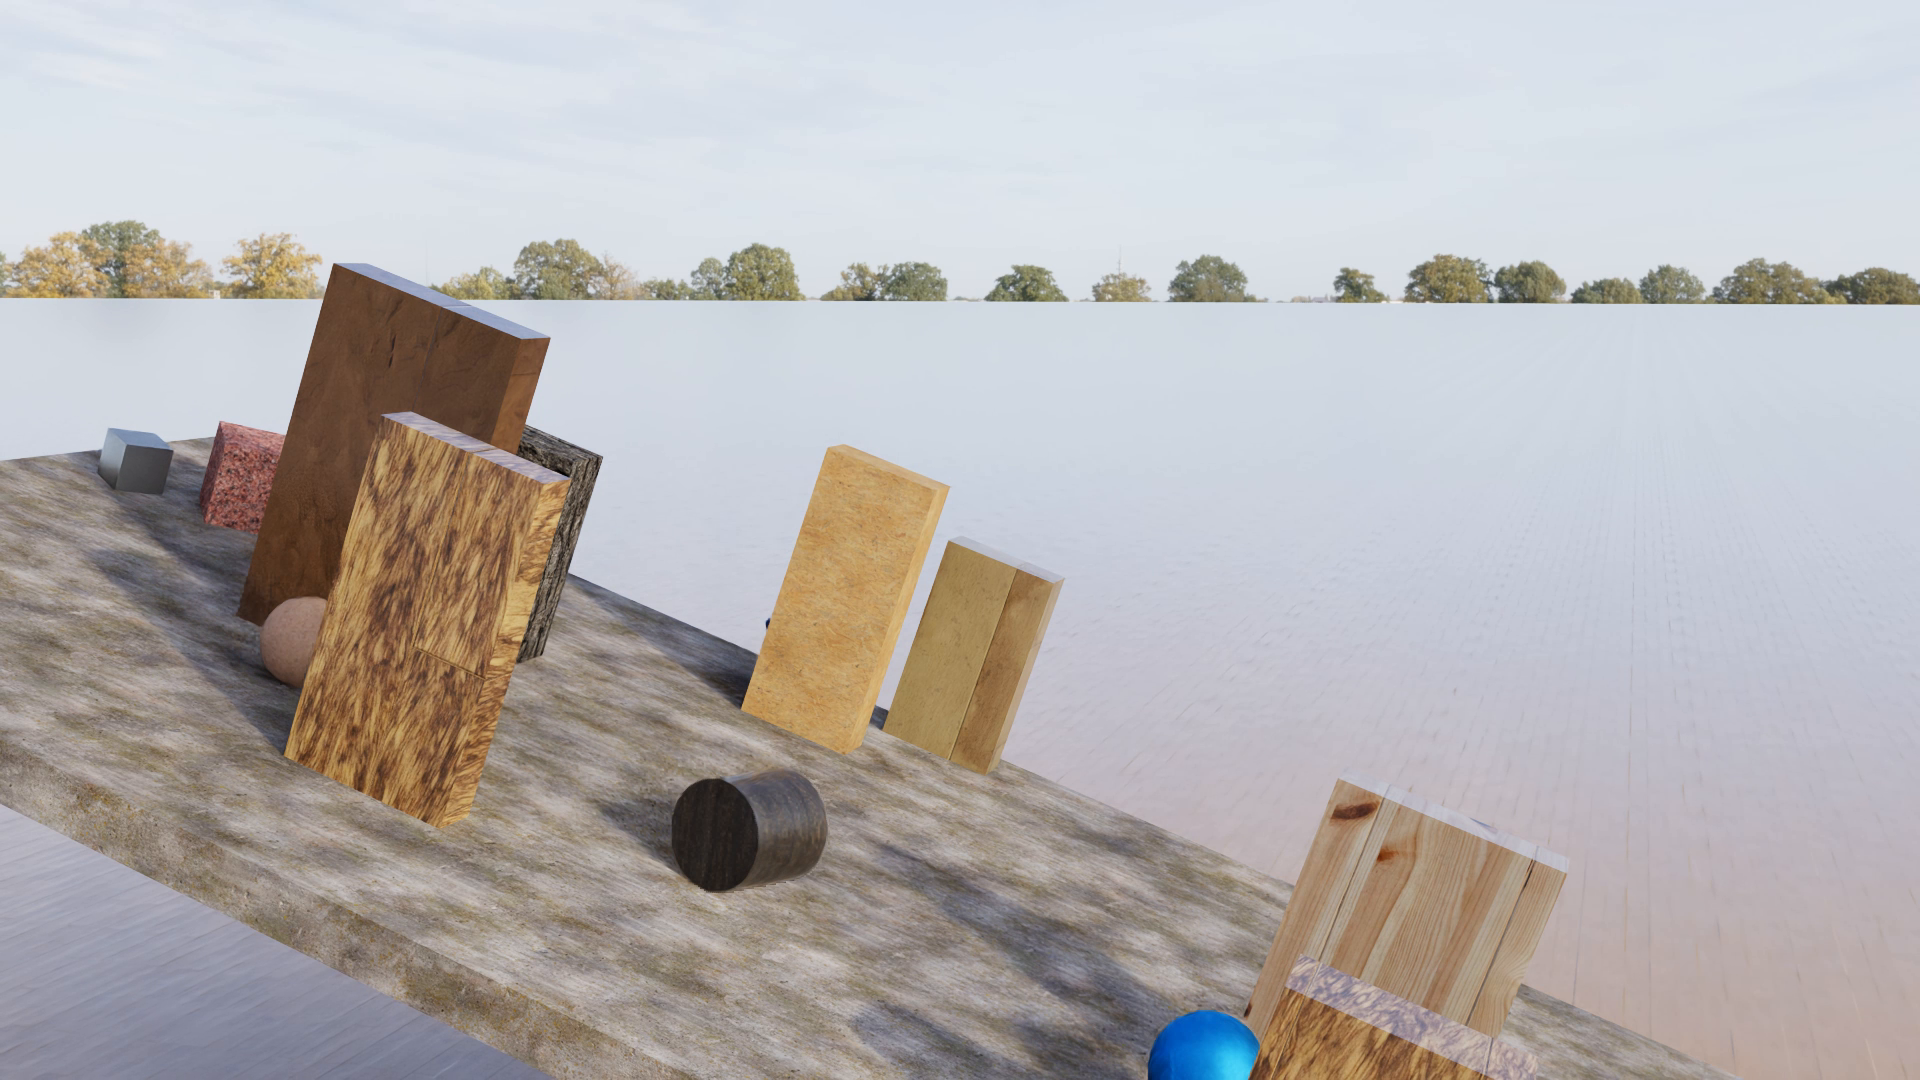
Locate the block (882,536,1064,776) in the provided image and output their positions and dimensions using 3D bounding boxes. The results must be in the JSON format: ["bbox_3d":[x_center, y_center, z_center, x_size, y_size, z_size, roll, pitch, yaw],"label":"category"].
[{"bbox_3d":[0.030,0.261,4.991,0.260,0.472,0.100,22,12,14],"label":"block"}]

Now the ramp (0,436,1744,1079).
[{"bbox_3d":[-0.337,0.620,4.213,4.000,0.100,2.000,22,12,14],"label":"ramp"}]

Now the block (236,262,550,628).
[{"bbox_3d":[-1.110,-0.119,4.290,0.422,0.737,0.118,22,12,14],"label":"block"}]

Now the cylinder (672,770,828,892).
[{"bbox_3d":[-0.374,0.514,3.906,0.197,0.197,0.197,5,2,33],"label":"cylinder"}]

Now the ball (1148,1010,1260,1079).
[{"bbox_3d":[0.392,0.842,3.488,0.188,0.188,0.188,0,7,0],"label":"ball"}]

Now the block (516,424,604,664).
[{"bbox_3d":[-1.000,-0.018,4.667,0.340,0.461,0.140,22,12,14],"label":"block"}]

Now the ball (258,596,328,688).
[{"bbox_3d":[-1.219,0.190,4.108,0.172,0.172,0.172,0,7,0],"label":"ball"}]

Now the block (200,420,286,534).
[{"bbox_3d":[-1.585,-0.134,4.940,0.186,0.186,0.186,13,14,-26],"label":"block"}]

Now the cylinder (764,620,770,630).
[{"bbox_3d":[-0.328,0.250,4.989,0.188,0.188,0.188,-15,-2,-1],"label":"cylinder"}]

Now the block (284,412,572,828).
[{"bbox_3d":[-0.908,0.135,3.736,0.319,0.629,0.095,22,12,14],"label":"block"}]

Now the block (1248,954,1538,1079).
[{"bbox_3d":[0.533,0.876,3.021,0.346,0.487,0.149,22,12,14],"label":"block"}]

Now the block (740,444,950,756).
[{"bbox_3d":[-0.251,0.129,4.790,0.258,0.619,0.105,22,12,14],"label":"block"}]

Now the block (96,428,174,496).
[{"bbox_3d":[-1.841,-0.175,4.909,0.109,0.109,0.109,7,17,-45],"label":"block"}]

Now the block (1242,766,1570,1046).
[{"bbox_3d":[0.693,0.731,3.592,0.382,0.617,0.092,22,12,14],"label":"block"}]
